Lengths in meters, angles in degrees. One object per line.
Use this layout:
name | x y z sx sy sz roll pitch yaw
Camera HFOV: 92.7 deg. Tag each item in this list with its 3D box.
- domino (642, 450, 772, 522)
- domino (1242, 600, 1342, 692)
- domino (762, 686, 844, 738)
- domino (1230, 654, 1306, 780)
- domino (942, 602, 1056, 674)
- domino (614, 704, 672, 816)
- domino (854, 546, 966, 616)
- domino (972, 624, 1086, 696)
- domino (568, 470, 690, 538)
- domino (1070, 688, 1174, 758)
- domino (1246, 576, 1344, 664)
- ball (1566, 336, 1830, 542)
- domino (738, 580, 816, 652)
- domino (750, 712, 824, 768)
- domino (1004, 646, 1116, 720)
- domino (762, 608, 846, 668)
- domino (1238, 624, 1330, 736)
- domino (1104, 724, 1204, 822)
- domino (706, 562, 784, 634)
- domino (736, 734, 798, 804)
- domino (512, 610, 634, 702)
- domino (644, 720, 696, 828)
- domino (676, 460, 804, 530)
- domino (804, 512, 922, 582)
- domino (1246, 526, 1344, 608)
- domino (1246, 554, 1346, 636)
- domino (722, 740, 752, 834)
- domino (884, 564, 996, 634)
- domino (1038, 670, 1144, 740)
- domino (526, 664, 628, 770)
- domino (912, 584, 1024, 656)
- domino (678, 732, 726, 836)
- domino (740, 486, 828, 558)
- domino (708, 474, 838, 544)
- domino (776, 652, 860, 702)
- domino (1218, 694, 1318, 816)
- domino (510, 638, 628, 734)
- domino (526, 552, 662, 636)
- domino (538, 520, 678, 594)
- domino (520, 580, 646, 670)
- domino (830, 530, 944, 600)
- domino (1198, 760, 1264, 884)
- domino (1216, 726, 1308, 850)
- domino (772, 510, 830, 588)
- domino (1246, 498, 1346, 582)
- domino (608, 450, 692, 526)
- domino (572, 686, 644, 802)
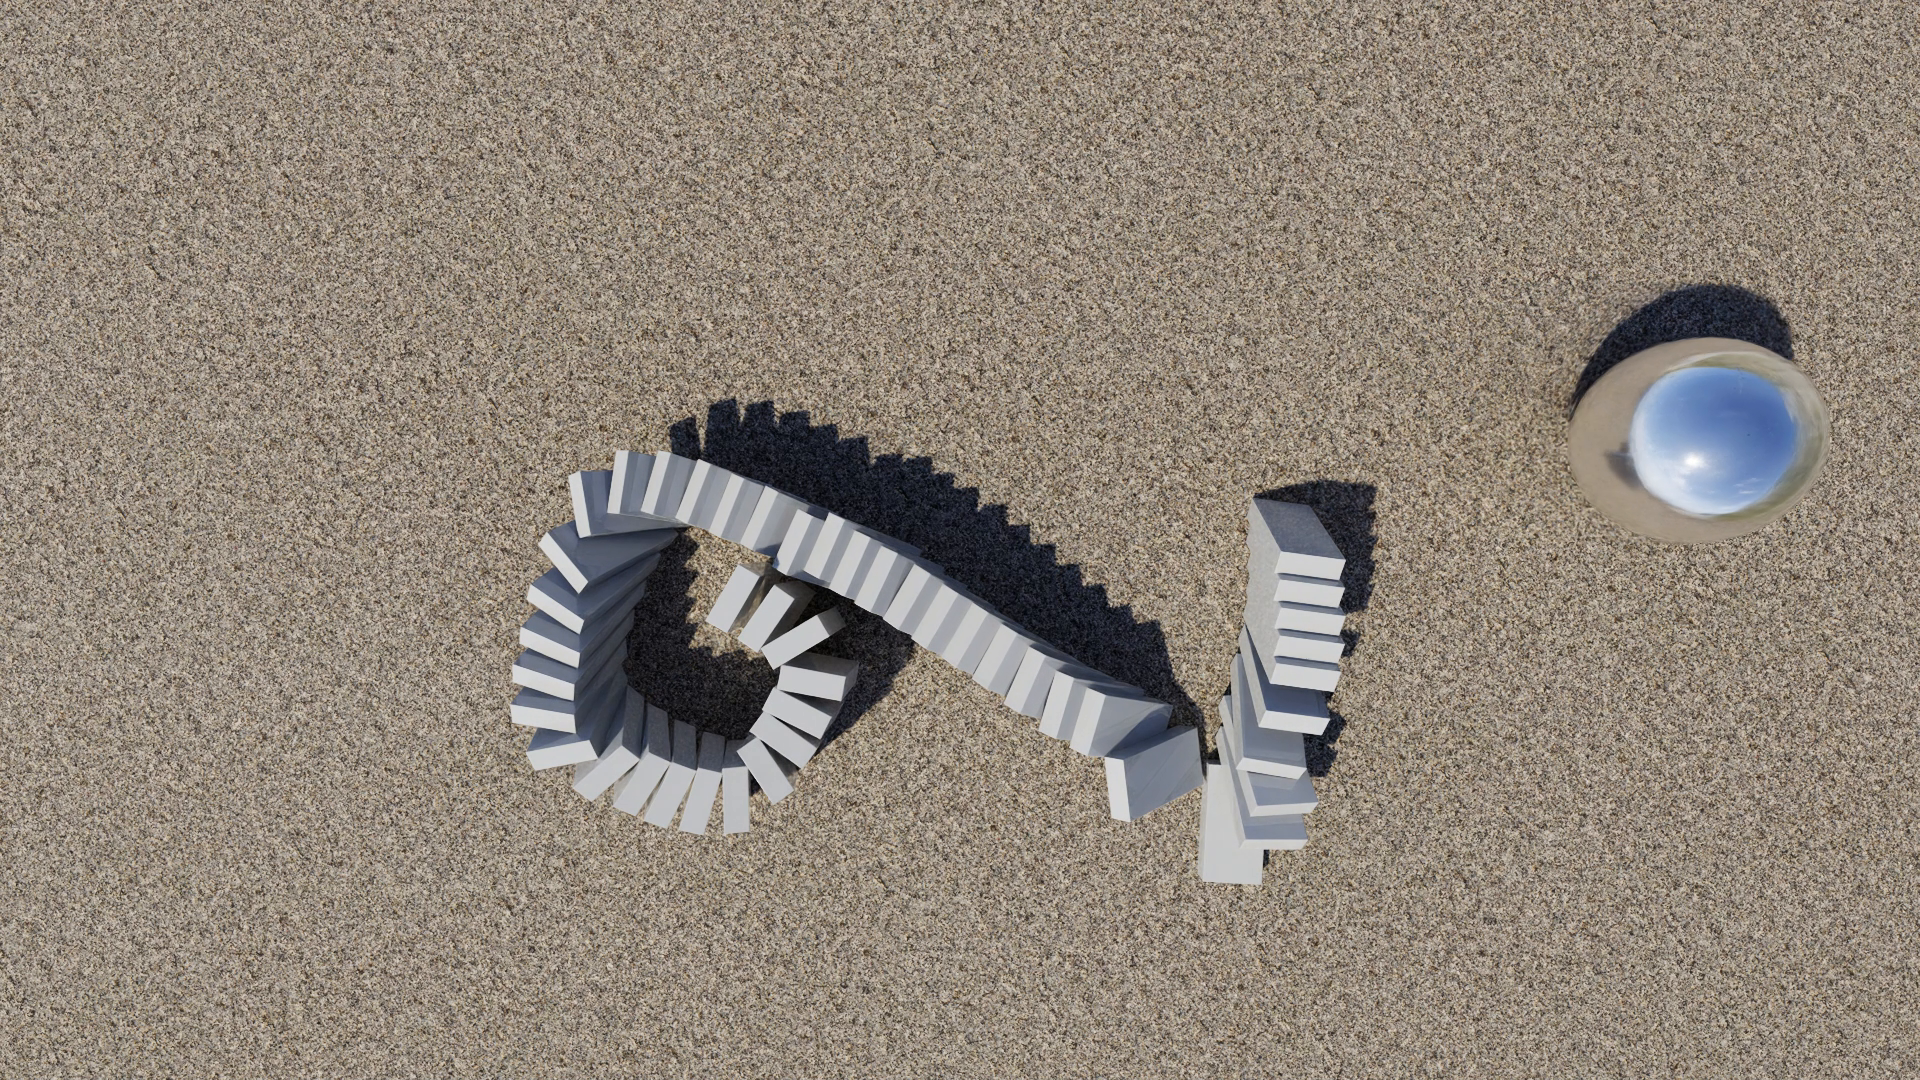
domino | -0.103 -0.018 0.378 0.009 0.050 0.025 14 87 42
domino | 0.135 0.042 0.376 0.025 0.050 0.009 8 117 0
domino | -0.063 0.067 0.375 0.025 0.050 0.009 27 87 0
domino | 0.127 0.072 0.380 0.025 0.010 0.050 9 49 2
domino | 0.017 0.046 0.379 0.009 0.050 0.025 30 90 44
domino | -0.130 0.089 0.375 0.010 0.050 0.025 33 90 -23
domino | -0.019 0.022 0.377 0.010 0.050 0.025 23 87 38
domino | 0.029 0.054 0.379 0.050 0.009 0.025 29 90 -44
domino | -0.133 -0.016 0.378 0.010 0.050 0.025 -10 89 40
domino | 0.068 0.077 0.379 0.050 0.010 0.025 17 90 -44
domino | 0.136 0.031 0.376 0.025 0.050 0.010 8 117 0
ball | 0.286 -0.039 0.360 0.080 0.080 0.080 0 90 0
domino | -0.074 0.030 0.375 0.009 0.050 0.025 35 90 1
domino | -0.069 0.079 0.375 0.025 0.050 0.009 36 82 0
domino | 0.042 0.062 0.379 0.050 0.009 0.025 24 90 -44
domino | -0.063 0.039 0.375 0.025 0.050 0.009 -31 89 0
domino | 0.132 0.056 0.377 0.025 0.050 0.009 7 127 0
domino | 0.081 0.096 0.380 0.050 0.009 0.025 -9 93 -40
domino | -0.087 0.022 0.375 0.010 0.050 0.025 30 90 0
domino | -0.078 0.091 0.375 0.009 0.050 0.025 -34 90 -10
domino | -0.157 0.043 0.376 0.025 0.050 0.009 18 123 0
domino | -0.118 0.094 0.375 0.009 0.050 0.025 27 90 -18
domino | -0.089 -0.013 0.378 0.009 0.050 0.025 21 90 43
domino | -0.039 0.008 0.377 0.010 0.050 0.025 24 91 38
domino | 0.136 0.010 0.376 0.025 0.050 0.010 8 117 0
domino | 0.137 0.020 0.376 0.025 0.050 0.010 8 117 0
domino | -0.091 0.099 0.375 0.009 0.050 0.025 -2 90 -12
domino | -0.008 0.030 0.377 0.010 0.050 0.025 30 90 38
domino | 0.055 0.070 0.379 0.050 0.010 0.025 17 90 -44
domino | -0.156 0.071 0.376 0.025 0.050 0.009 -11 119 0
domino | 0.004 0.038 0.378 0.010 0.050 0.025 30 90 41
domino | -0.105 0.098 0.375 0.010 0.050 0.025 17 90 -14
domino | -0.063 -0.002 0.379 0.009 0.050 0.025 24 90 44
domino | -0.076 -0.007 0.379 0.010 0.050 0.025 22 90 44
domino | -0.057 0.055 0.375 0.025 0.050 0.009 11 89 0
domino | 0.127 0.088 0.379 0.025 0.010 0.050 -2 50 -4
domino | -0.159 0.057 0.376 0.025 0.050 0.010 9 120 0
domino | -0.149 0.015 0.377 0.025 0.050 0.010 34 127 0
domino | -0.143 0.000 0.377 0.025 0.050 0.010 50 126 0
domino | -0.154 0.029 0.377 0.025 0.050 0.009 24 125 0
domino | -0.029 0.015 0.377 0.009 0.050 0.025 23 89 38
domino | 0.117 0.121 0.395 0.025 0.009 0.050 3 90 0
domino | 0.124 0.102 0.380 0.025 0.009 0.050 1 49 -2
domino | -0.052 0.007 0.377 0.010 0.050 0.025 24 90 38
domino | 0.137 -0.001 0.376 0.025 0.050 0.010 8 117 0
domino | -0.118 -0.020 0.378 0.009 0.050 0.025 6 87 42
domino | -0.143 0.082 0.375 0.025 0.050 0.010 -41 115 0
